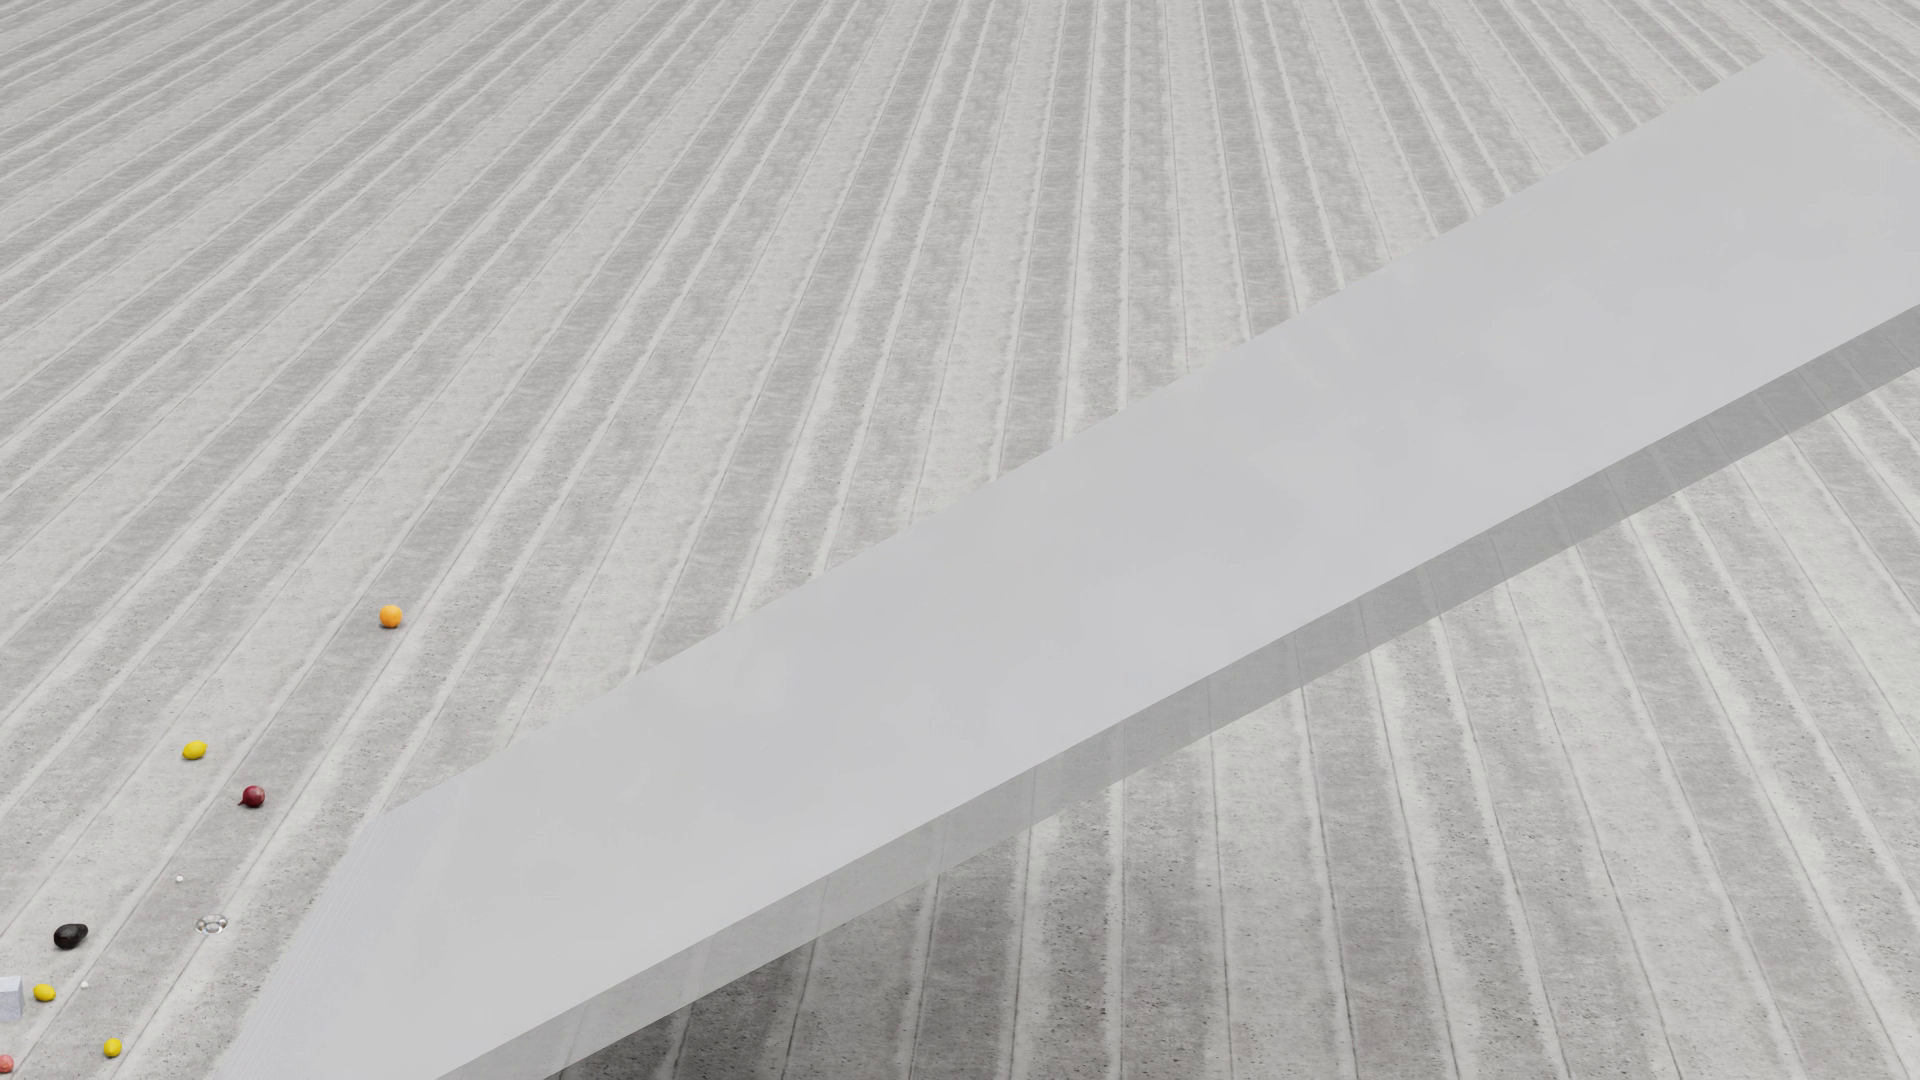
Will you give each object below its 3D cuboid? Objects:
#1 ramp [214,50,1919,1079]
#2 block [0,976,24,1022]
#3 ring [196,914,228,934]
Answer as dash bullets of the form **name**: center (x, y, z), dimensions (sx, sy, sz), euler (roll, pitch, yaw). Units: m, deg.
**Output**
- **ramp**: center (0.142, 0.168, 6.286), dimensions (4.000, 0.100, 2.000), euler (-29, 15, 12)
- **block**: center (-2.220, 1.066, 6.834), dimensions (0.075, 0.075, 0.075), euler (-3, 19, -10)
- **ring**: center (-1.846, 0.947, 7.258), dimensions (0.080, 0.027, 0.080), euler (-1, 18, 0)
